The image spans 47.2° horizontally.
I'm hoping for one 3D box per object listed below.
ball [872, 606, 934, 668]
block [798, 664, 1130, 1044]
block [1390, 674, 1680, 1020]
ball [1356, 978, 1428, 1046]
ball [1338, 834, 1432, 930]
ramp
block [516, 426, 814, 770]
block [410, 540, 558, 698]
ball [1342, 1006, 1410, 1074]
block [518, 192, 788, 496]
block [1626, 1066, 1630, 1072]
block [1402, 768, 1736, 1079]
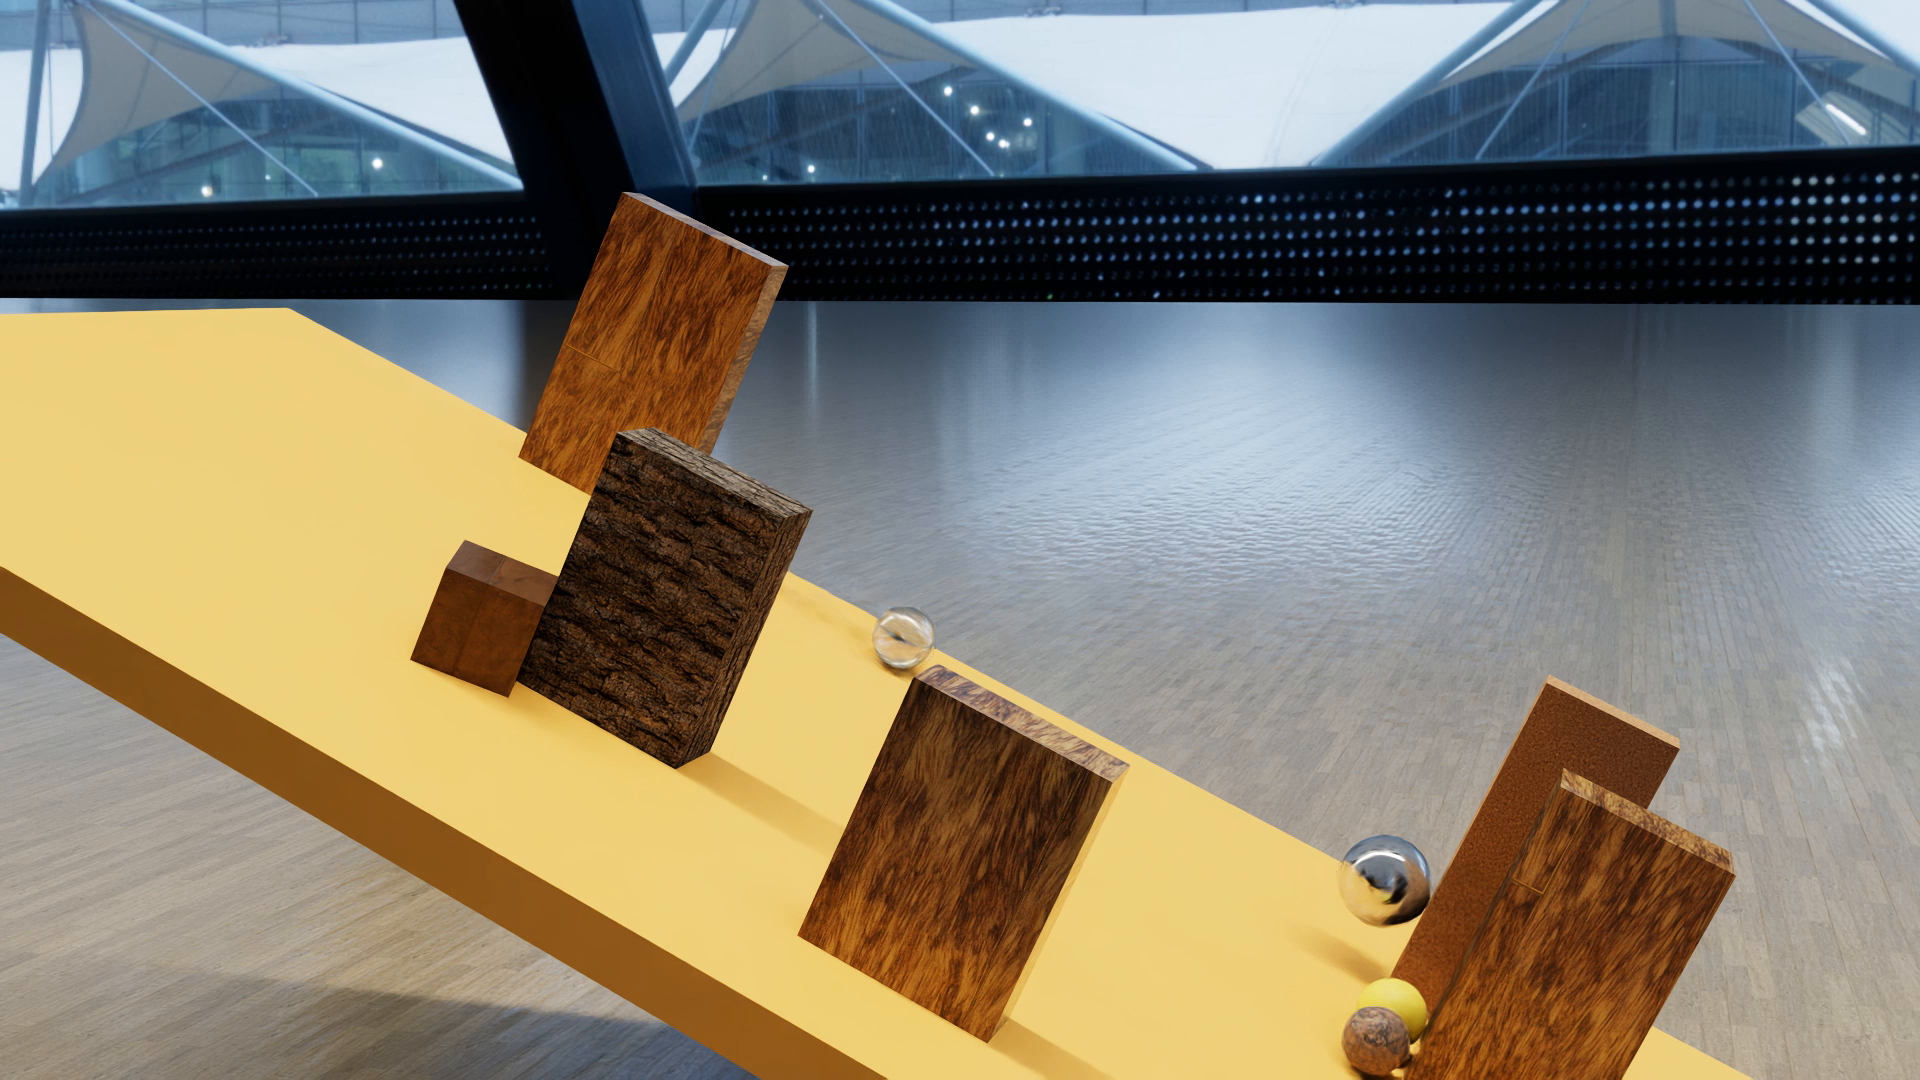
[{"bbox_3d":[-0.125,0.215,4.868,0.139,0.139,0.139,0,7,0],"label":"ball"},{"bbox_3d":[0.004,0.478,3.378,0.339,0.459,0.121,27,14,12],"label":"block"},{"bbox_3d":[1.078,0.624,4.170,0.263,0.690,0.093,27,14,12],"label":"block"},{"bbox_3d":[0.780,0.858,3.979,0.128,0.128,0.128,0,7,0],"label":"ball"},{"bbox_3d":[0.834,0.671,4.314,0.183,0.183,0.183,0,7,0],"label":"ball"},{"bbox_3d":[-0.271,0.464,4.174,4.000,0.100,2.000,27,14,12],"label":"ramp"},{"bbox_3d":[-0.520,0.098,3.870,0.334,0.490,0.149,27,14,12],"label":"block"},{"bbox_3d":[-0.831,0.136,3.860,0.180,0.180,0.180,22,13,-8],"label":"block"},{"bbox_3d":[0.727,0.874,3.843,0.119,0.119,0.119,0,7,0],"label":"ball"},{"bbox_3d":[-0.715,-0.410,5.096,0.403,0.674,0.103,27,14,12],"label":"block"},{"bbox_3d":[1.094,0.967,4.036,0.154,0.154,0.154,21,14,-18],"label":"block"},{"bbox_3d":[1.049,0.748,3.813,0.314,0.611,0.148,27,14,12],"label":"block"}]
